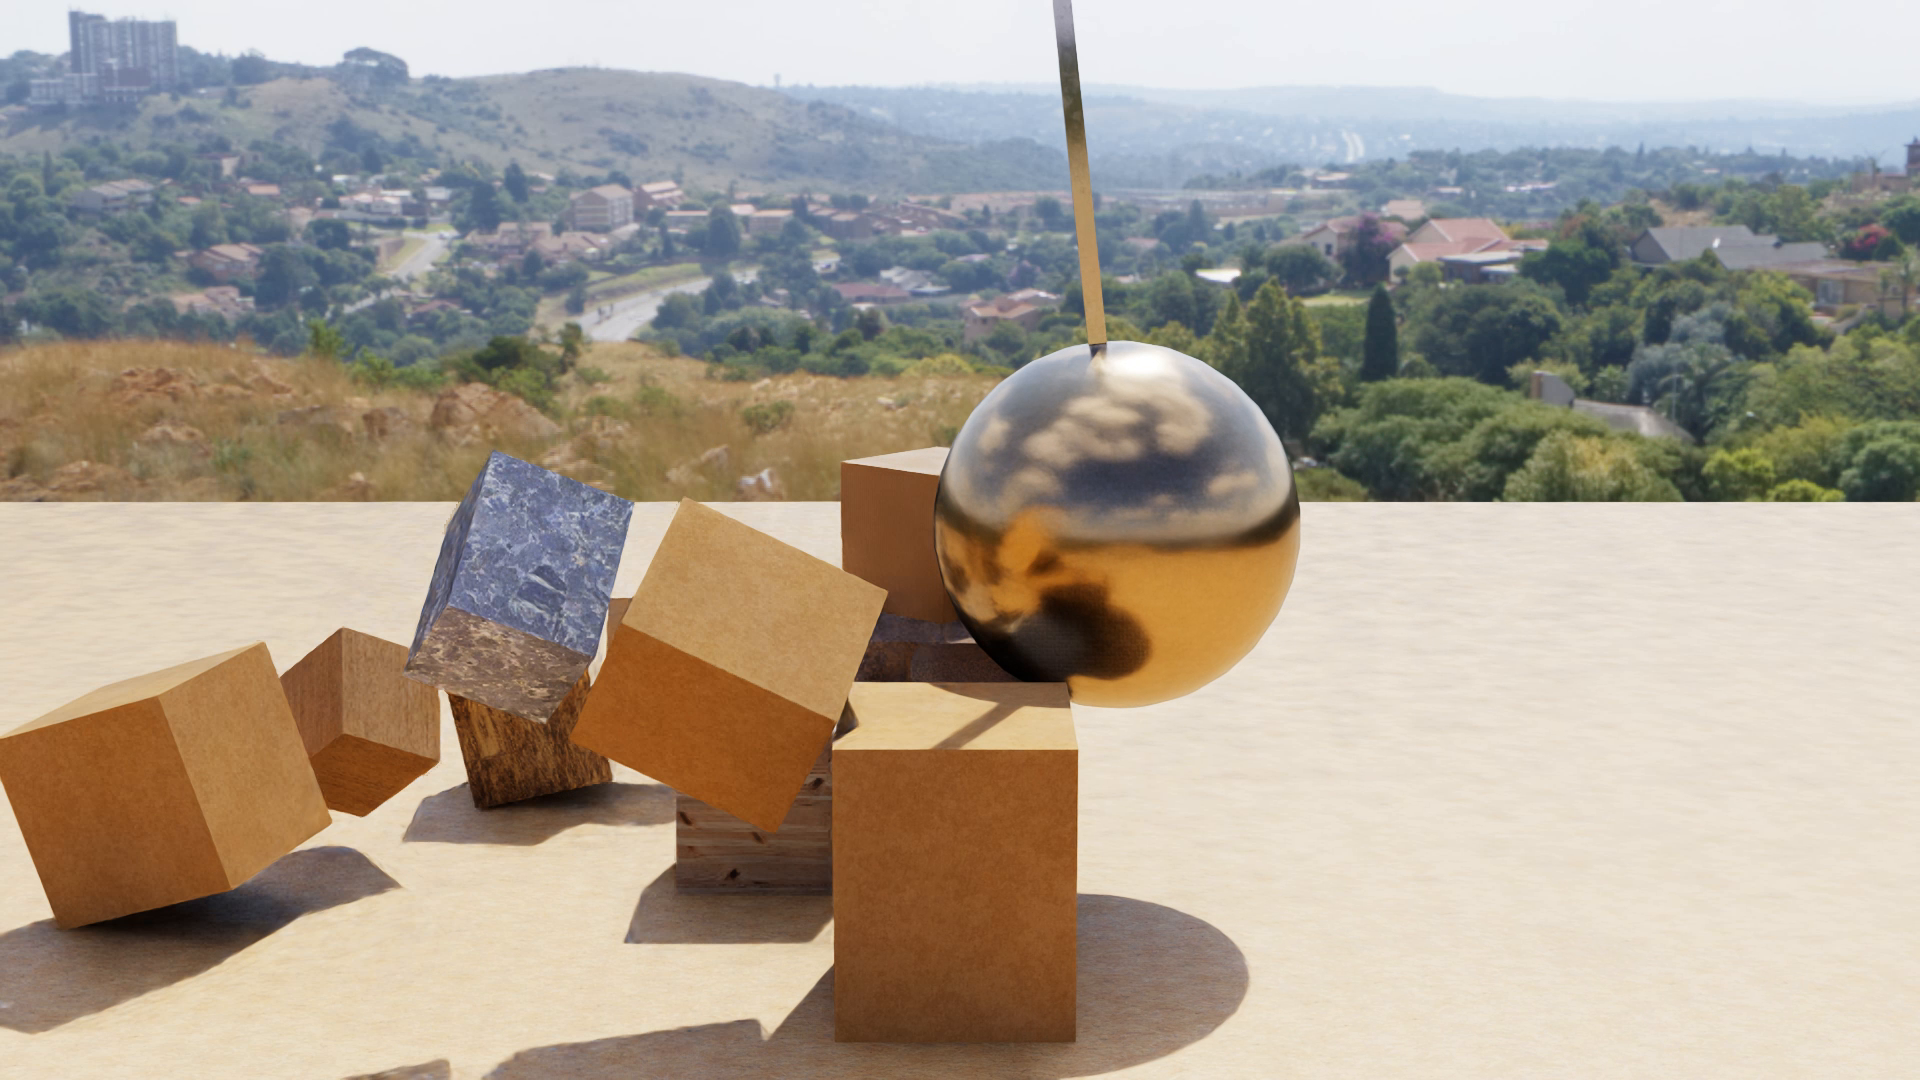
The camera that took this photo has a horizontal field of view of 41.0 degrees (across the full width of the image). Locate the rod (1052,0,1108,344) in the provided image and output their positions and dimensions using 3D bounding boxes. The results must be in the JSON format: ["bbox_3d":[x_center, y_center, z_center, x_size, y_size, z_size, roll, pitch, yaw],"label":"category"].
[{"bbox_3d":[0.295,-3.390,10.564,0.080,5.200,0.080,-6,10,1],"label":"rod"}]

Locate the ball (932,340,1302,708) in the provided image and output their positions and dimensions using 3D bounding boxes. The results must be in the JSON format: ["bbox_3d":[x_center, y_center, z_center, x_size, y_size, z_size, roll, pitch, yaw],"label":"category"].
[{"bbox_3d":[0.681,-0.066,11.168,1.600,1.600,1.600,0,10,0],"label":"ball"}]

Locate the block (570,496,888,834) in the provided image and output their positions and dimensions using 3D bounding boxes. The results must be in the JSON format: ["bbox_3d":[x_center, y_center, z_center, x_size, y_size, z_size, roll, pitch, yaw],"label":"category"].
[{"bbox_3d":[-0.881,0.480,9.810,0.864,0.726,0.727,25,43,-5],"label":"block"}]

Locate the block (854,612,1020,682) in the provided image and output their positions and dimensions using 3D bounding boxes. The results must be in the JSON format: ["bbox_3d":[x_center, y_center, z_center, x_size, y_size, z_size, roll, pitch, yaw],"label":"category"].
[{"bbox_3d":[-0.054,0.849,12.244,0.882,0.949,0.958,1,10,3],"label":"block"}]

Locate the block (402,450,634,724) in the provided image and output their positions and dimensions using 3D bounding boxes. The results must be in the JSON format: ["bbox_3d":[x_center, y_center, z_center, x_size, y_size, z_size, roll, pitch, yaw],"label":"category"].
[{"bbox_3d":[-1.684,0.188,9.795,0.574,0.701,0.622,21,-36,-17],"label":"block"}]

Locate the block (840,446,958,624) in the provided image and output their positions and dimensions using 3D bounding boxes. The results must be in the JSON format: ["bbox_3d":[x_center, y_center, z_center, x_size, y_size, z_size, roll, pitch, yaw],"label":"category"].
[{"bbox_3d":[-0.099,-0.037,12.493,0.669,0.705,0.683,9,14,41],"label":"block"}]

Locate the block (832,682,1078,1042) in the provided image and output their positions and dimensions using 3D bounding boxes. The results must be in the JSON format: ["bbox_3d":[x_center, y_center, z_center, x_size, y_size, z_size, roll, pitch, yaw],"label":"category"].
[{"bbox_3d":[-0.017,1.207,9.825,0.886,1.110,1.026,0,10,0],"label":"block"}]

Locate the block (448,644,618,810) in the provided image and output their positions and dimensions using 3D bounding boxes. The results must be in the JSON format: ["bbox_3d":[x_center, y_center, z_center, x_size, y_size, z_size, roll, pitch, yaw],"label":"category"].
[{"bbox_3d":[-2.093,0.881,12.697,0.678,0.603,0.695,-12,11,-2],"label":"block"}]

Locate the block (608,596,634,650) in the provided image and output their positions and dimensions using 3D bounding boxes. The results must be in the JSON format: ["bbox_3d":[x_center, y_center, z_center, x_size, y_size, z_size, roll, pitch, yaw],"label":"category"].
[{"bbox_3d":[-1.461,0.581,12.916,0.525,0.482,0.461,-5,-22,6],"label":"block"}]

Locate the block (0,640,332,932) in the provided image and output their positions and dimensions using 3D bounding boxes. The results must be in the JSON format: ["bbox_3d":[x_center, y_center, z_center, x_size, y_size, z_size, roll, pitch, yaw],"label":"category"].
[{"bbox_3d":[-3.346,1.026,10.783,0.885,0.842,0.781,-15,9,21],"label":"block"}]

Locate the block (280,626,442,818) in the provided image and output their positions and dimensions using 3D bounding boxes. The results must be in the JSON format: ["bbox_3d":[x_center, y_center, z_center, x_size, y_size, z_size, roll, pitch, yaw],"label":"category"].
[{"bbox_3d":[-2.764,0.837,11.684,0.511,0.549,0.622,23,-44,-40],"label":"block"}]

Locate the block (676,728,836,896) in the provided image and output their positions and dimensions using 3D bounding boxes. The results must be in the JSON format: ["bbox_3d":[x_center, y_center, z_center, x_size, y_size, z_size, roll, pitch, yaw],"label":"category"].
[{"bbox_3d":[-0.839,1.118,11.394,0.770,0.724,0.715,0,10,0],"label":"block"}]
